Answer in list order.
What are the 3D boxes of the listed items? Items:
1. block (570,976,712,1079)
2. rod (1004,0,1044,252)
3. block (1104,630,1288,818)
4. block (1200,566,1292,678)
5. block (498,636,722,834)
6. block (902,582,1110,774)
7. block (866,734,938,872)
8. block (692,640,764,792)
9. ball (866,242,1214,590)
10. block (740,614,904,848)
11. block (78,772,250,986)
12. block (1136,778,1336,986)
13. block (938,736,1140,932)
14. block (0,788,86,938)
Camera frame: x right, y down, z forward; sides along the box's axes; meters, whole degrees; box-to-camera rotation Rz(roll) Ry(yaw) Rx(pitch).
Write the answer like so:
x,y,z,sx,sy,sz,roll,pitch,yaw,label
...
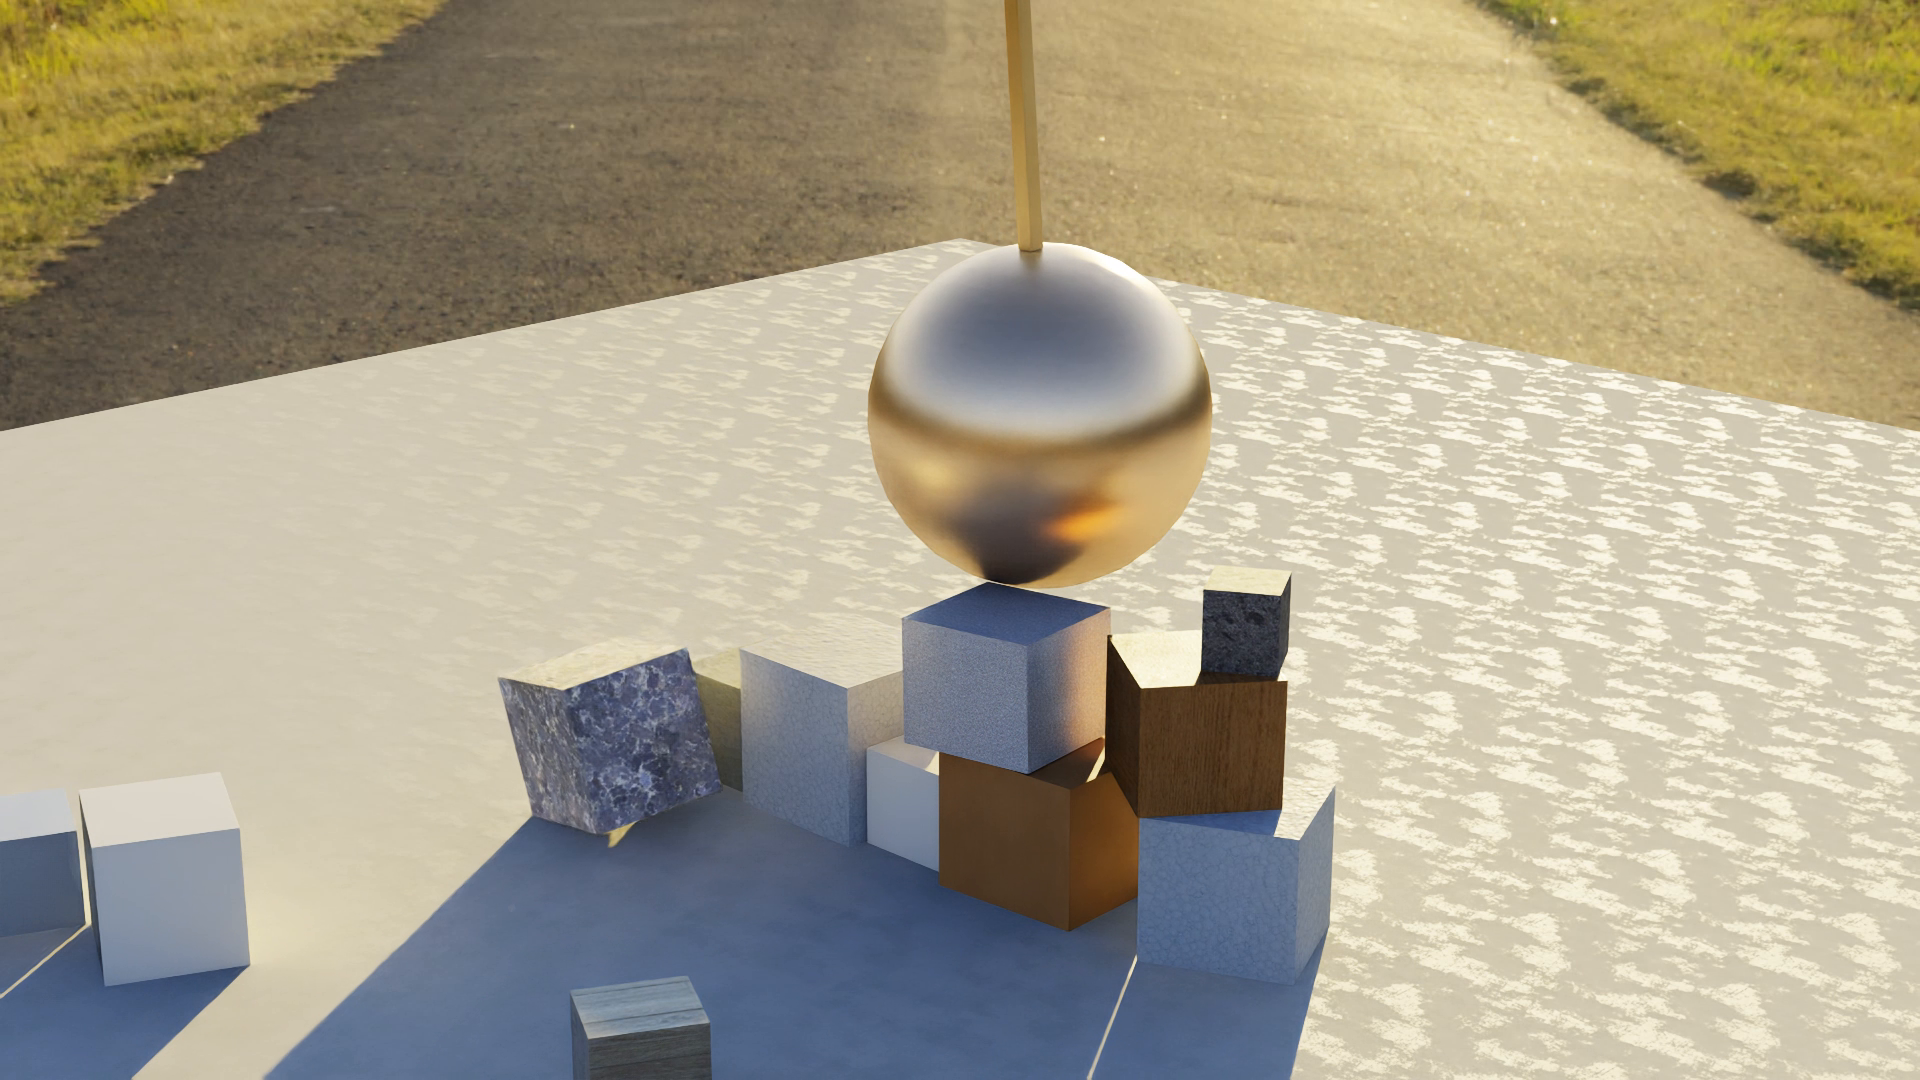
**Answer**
x,y,z,sx,sy,sz,roll,pitch,yaw,label
-1.228,1.991,11.285,0.465,0.434,0.424,-5,18,-16,block
0.160,-3.742,12.333,0.080,5.200,0.080,17,29,42,rod
1.008,0.780,12.652,0.632,0.586,0.668,-3,18,-9,block
1.218,0.342,12.469,0.327,0.363,0.333,5,18,13,block
-1.665,0.913,13.908,0.654,0.703,0.751,-19,12,-30,block
0.212,0.607,13.172,0.686,0.593,0.646,11,21,35,block
-0.050,1.193,13.754,0.570,0.477,0.525,-17,24,-42,block
-0.992,0.882,14.638,0.579,0.540,0.566,-17,24,-42,block
0.369,-0.574,13.549,1.600,1.600,1.600,0,17,0,ball
-0.522,0.904,14.141,0.742,0.797,0.766,-16,24,-42,block
-3.438,1.454,12.661,0.604,0.634,0.672,-6,19,-19,block
1.196,1.434,12.672,0.693,0.665,0.653,6,19,19,block
0.419,1.246,13.259,0.761,0.672,0.694,15,23,39,block
-4.211,1.440,13.018,0.541,0.447,0.537,-7,19,-21,block
